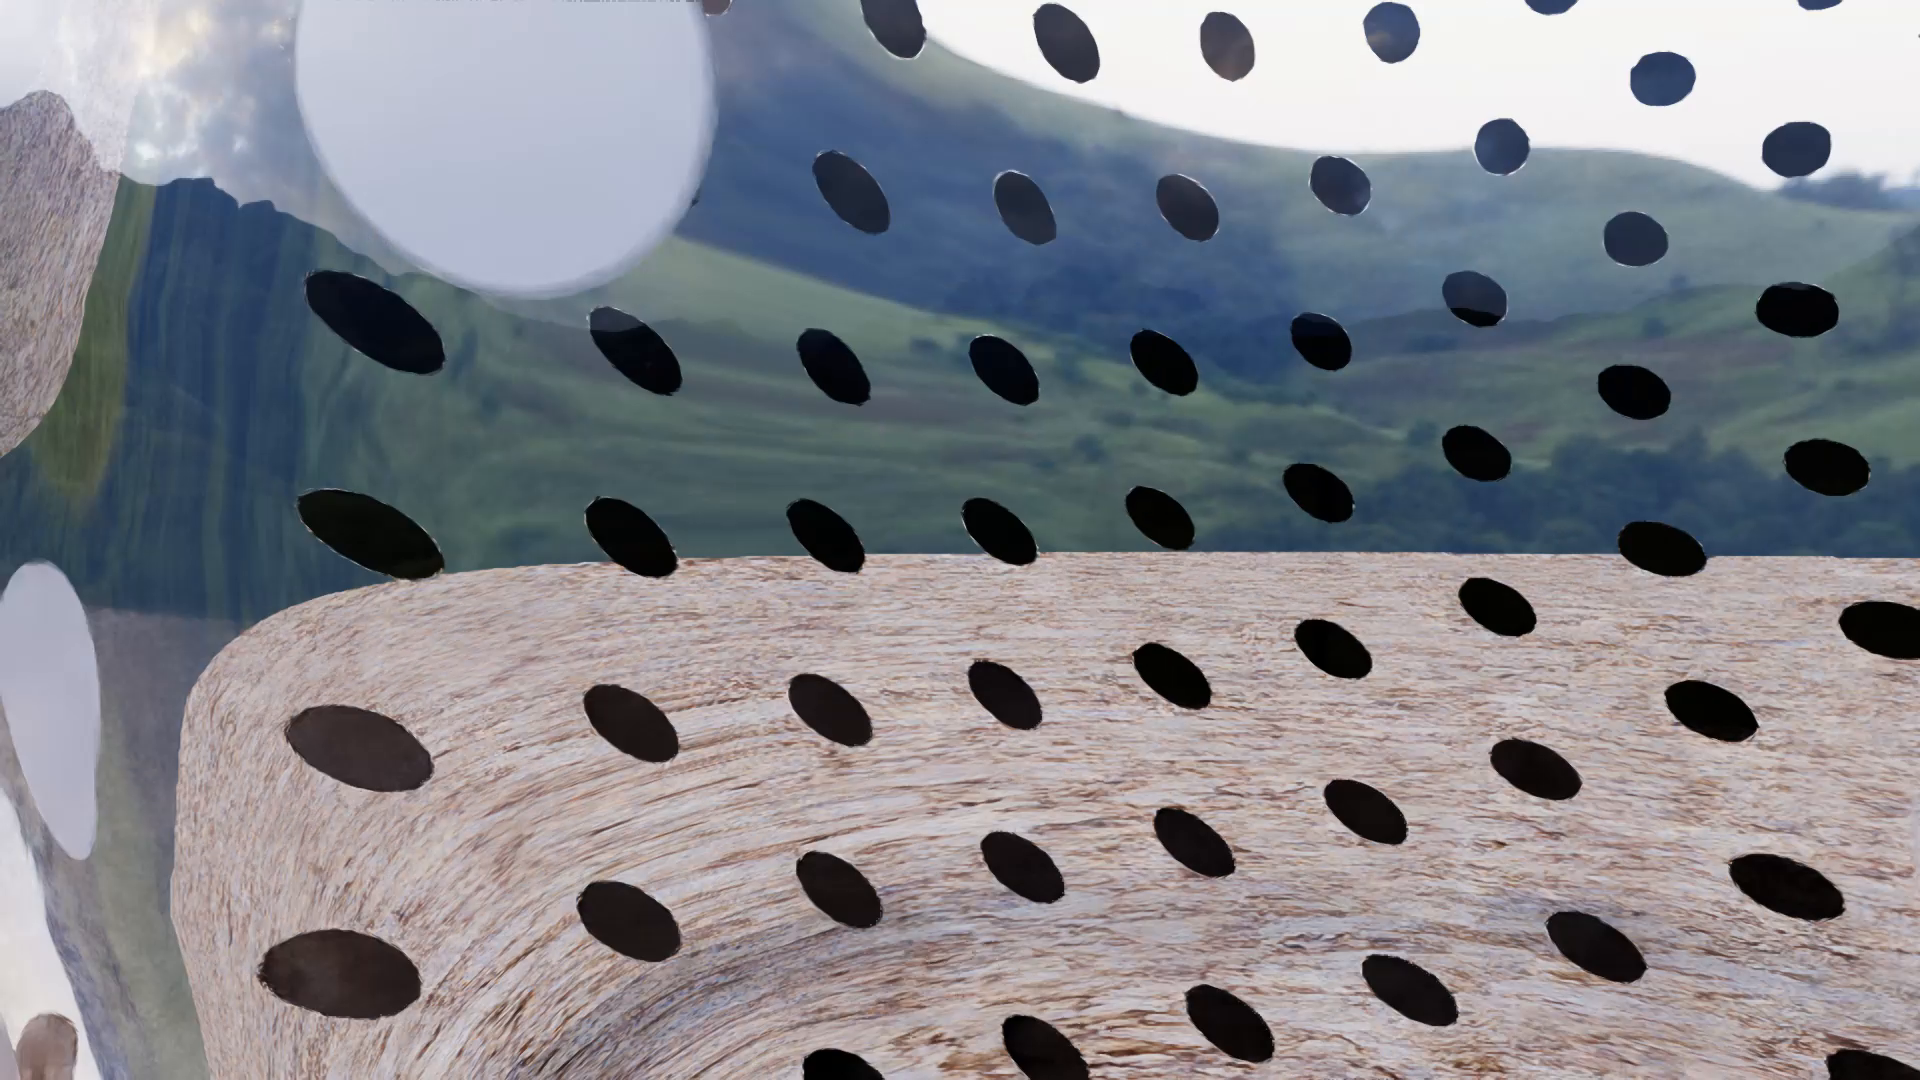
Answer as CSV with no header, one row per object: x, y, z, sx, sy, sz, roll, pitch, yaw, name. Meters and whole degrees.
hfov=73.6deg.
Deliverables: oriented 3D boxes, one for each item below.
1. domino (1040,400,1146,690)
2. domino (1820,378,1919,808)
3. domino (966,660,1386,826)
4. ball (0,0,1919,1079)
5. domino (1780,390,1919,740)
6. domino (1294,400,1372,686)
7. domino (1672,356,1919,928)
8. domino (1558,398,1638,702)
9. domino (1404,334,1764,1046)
0.024,0.000,0.234,0.010,0.050,0.025,-1,5,-18,domino
0.117,0.006,0.150,0.025,0.050,0.009,4,6,45,domino
0.027,0.025,0.169,0.025,0.009,0.050,-4,6,-42,domino
0.020,0.000,0.039,0.080,0.080,0.080,0,4,0,ball
0.137,0.003,0.189,0.025,0.050,0.010,0,4,-3,domino
0.068,0.000,0.236,0.009,0.050,0.025,1,4,8,domino
0.083,0.009,0.121,0.010,0.050,0.025,-3,5,-36,domino
0.111,0.001,0.222,0.009,0.050,0.025,2,5,29,domino
0.048,0.010,0.098,0.025,0.050,0.009,-2,5,-25,domino
